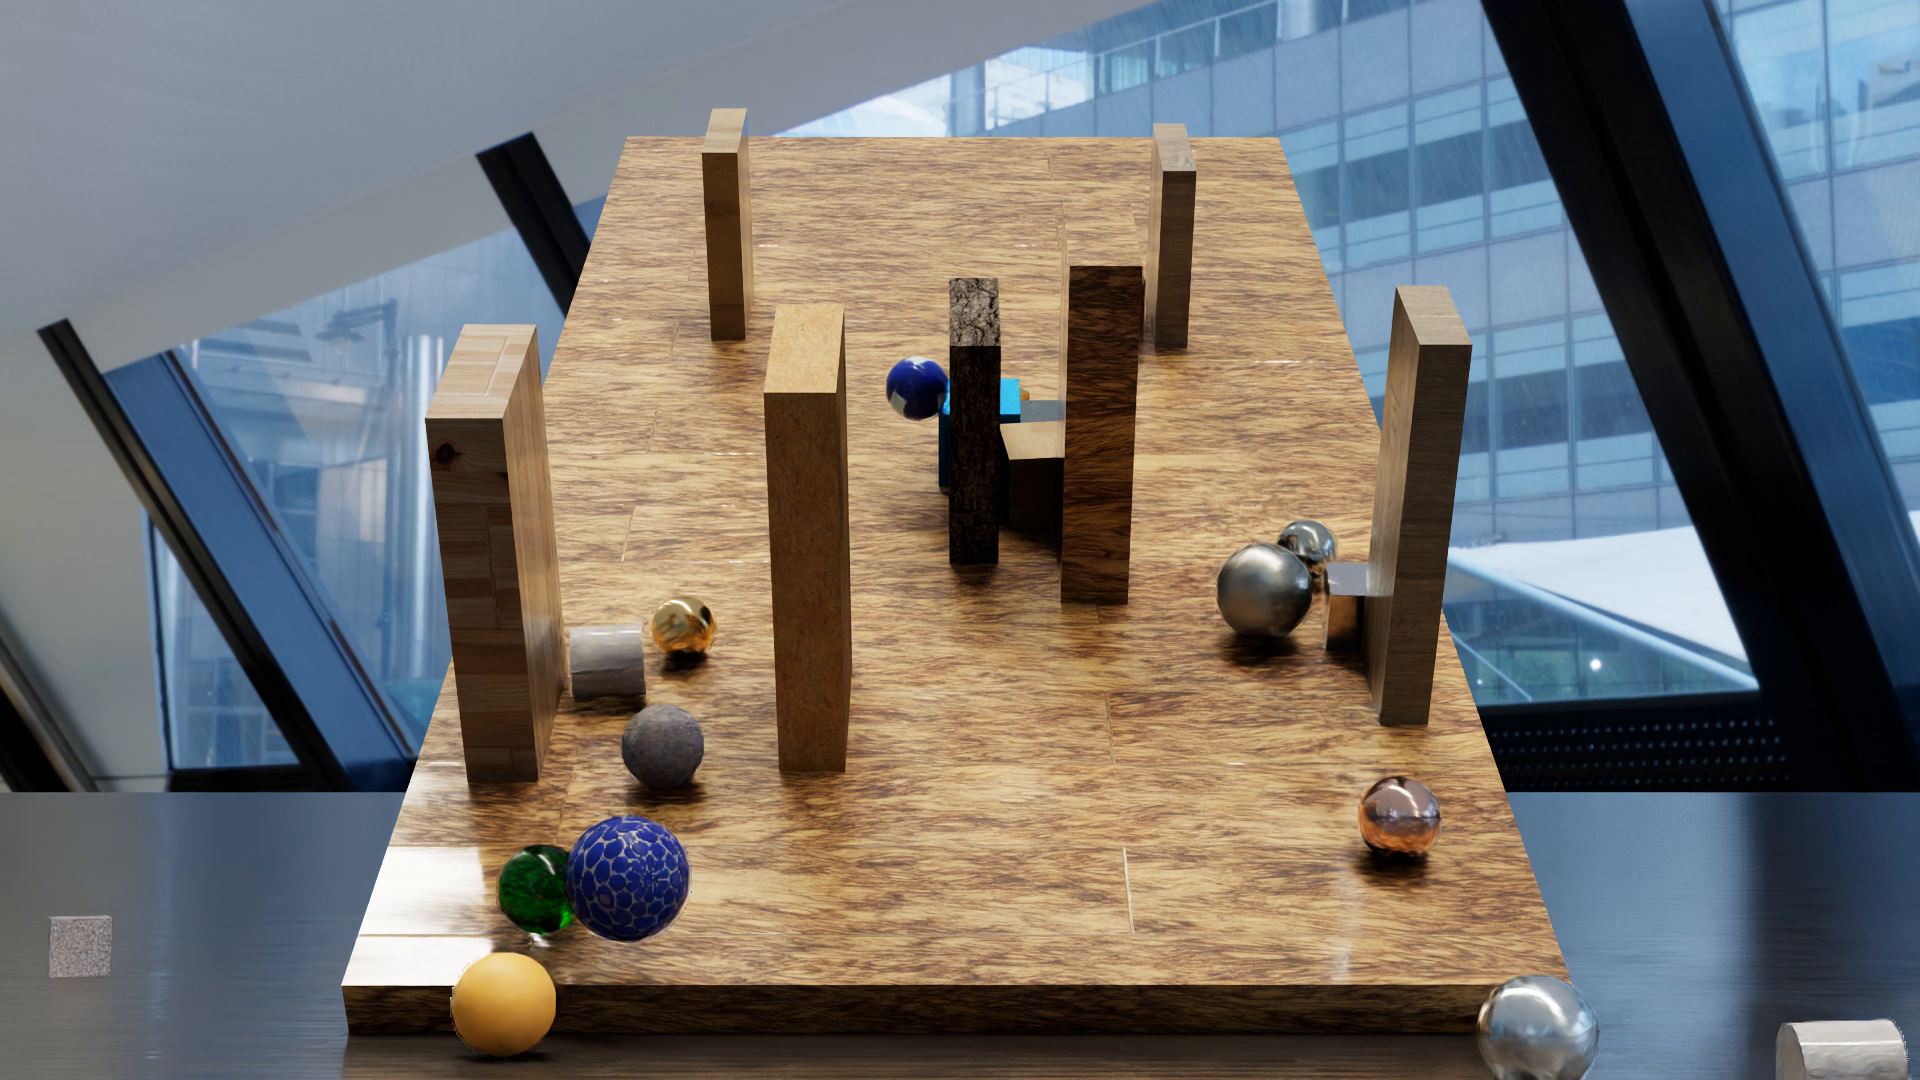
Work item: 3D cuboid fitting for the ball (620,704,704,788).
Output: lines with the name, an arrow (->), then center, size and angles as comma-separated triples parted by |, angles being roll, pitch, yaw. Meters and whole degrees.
ball -> -0.540, 0.374, 4.372 | 0.151, 0.151, 0.151 | 0, -6, 0

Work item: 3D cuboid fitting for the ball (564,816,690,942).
ball -> -0.534, 0.543, 3.862 | 0.202, 0.202, 0.202 | 0, -6, 0

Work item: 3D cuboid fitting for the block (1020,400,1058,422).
block -> 0.208, -0.217, 5.431 | 0.147, 0.147, 0.147 | 0, 29, -1

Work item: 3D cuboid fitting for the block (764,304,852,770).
block -> -0.272, -0.001, 4.406 | 0.122, 0.774, 0.367 | 0, 29, 0

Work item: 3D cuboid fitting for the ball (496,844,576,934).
ball -> -0.695, 0.581, 4.006 | 0.149, 0.149, 0.149 | 0, -6, 0

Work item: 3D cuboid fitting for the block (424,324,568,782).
block -> -0.835, 0.025, 4.387 | 0.130, 0.743, 0.382 | 0, 29, 0

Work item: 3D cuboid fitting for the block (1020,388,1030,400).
block -> 0.082, -0.297, 5.608 | 0.113, 0.113, 0.113 | -22, 36, -34

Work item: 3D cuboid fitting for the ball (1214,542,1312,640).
ball -> 0.608, 0.103, 4.816 | 0.195, 0.195, 0.195 | 0, -6, 0

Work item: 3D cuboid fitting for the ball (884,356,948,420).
ball -> -0.095, -0.335, 5.314 | 0.142, 0.142, 0.142 | 0, -6, 0

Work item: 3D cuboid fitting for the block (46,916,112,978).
block -> -1.893, 0.873, 5.170 | 0.122, 0.122, 0.122 | 3, -6, -24

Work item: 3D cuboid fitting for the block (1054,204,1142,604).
block -> 0.277, -0.276, 4.921 | 0.139, 0.751, 0.325 | 0, 29, 0

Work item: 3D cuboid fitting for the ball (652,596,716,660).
ball -> -0.547, 0.172, 4.756 | 0.126, 0.126, 0.126 | 0, -6, 0

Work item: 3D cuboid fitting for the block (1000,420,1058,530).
block -> 0.180, -0.144, 5.277 | 0.171, 0.171, 0.171 | -3, 30, -6

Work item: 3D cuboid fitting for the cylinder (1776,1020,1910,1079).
cylinder -> 1.049, 0.632, 2.865 | 0.118, 0.118, 0.118 | -2, -6, 2

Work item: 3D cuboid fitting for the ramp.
ramp -> -0.013, -0.214, 5.677 | 2.000, 0.100, 4.000 | 0, 29, 0

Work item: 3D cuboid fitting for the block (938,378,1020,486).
block -> 0.043, -0.244, 5.443 | 0.181, 0.181, 0.181 | 0, 29, 0

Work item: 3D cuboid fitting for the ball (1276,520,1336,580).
ball -> 0.722, 0.021, 5.030 | 0.129, 0.129, 0.129 | 0, -6, 0

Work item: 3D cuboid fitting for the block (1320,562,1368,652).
block -> 0.799, 0.134, 4.829 | 0.129, 0.129, 0.129 | 2, 29, 2

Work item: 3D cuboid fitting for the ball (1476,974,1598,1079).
ball -> 0.760, 0.651, 3.172 | 0.156, 0.156, 0.156 | 0, -6, 0

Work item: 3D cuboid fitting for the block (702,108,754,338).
block -> -0.587, -0.804, 6.113 | 0.087, 0.497, 0.321 | 0, 29, 0

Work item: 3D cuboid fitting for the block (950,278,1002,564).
block -> 0.029, -0.256, 5.133 | 0.104, 0.507, 0.347 | 0, 29, 0

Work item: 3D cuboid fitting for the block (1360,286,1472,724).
block -> 0.844, -0.058, 4.494 | 0.092, 0.793, 0.258 | 0, 29, 0

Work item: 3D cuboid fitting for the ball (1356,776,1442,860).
ball -> 0.764, 0.484, 4.191 | 0.145, 0.145, 0.145 | 0, -6, 0

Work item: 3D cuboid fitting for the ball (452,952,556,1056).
ball -> -0.684, 0.697, 3.615 | 0.155, 0.155, 0.155 | 0, -6, 0

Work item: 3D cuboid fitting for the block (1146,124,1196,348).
block -> 0.531, -0.771, 6.088 | 0.081, 0.471, 0.339 | 0, 29, 0

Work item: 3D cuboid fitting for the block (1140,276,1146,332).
block -> 0.394, -0.588, 6.105 | 0.134, 0.134, 0.134 | 5, 30, 9
